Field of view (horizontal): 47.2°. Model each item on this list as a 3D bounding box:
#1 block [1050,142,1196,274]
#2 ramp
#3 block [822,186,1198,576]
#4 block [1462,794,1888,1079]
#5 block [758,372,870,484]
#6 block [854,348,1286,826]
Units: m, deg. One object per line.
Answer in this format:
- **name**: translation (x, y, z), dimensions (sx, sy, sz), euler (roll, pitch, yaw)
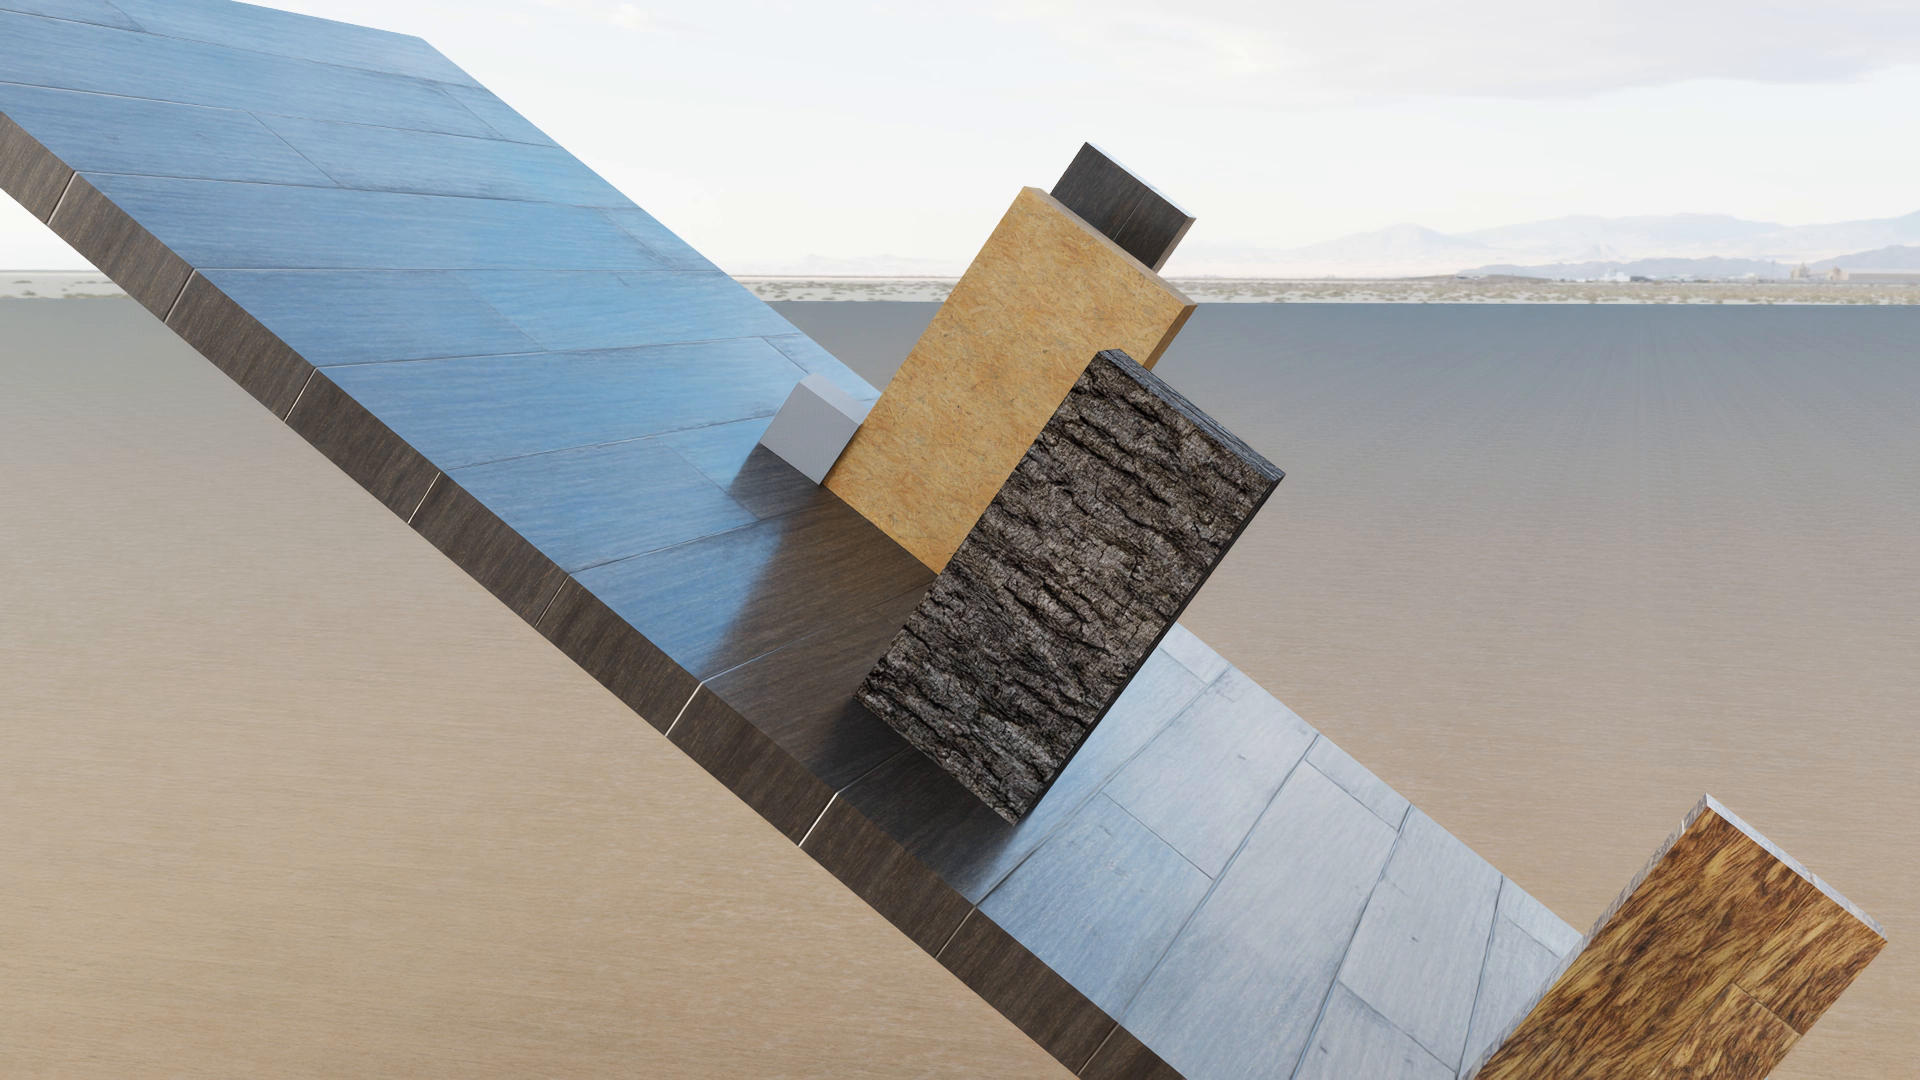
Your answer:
- **block**: translation (0.153, -0.428, 4.595), dimensions (0.264, 0.783, 0.090), euler (38, 16, 10)
- **ramp**: translation (-0.078, 0.145, 4.076), dimensions (4.000, 0.100, 2.000), euler (38, 16, 10)
- **block**: translation (0.089, -0.275, 4.182), dimensions (0.375, 0.692, 0.125), euler (38, 16, 10)
- **block**: translation (1.106, 0.742, 3.448), dimensions (0.325, 0.618, 0.091), euler (38, 16, 10)
- **block**: translation (-0.277, -0.219, 4.278), dimensions (0.143, 0.143, 0.143), euler (36, 15, 1)
- **block**: translation (0.163, 0.072, 3.368), dimensions (0.320, 0.663, 0.139), euler (38, 16, 10)
